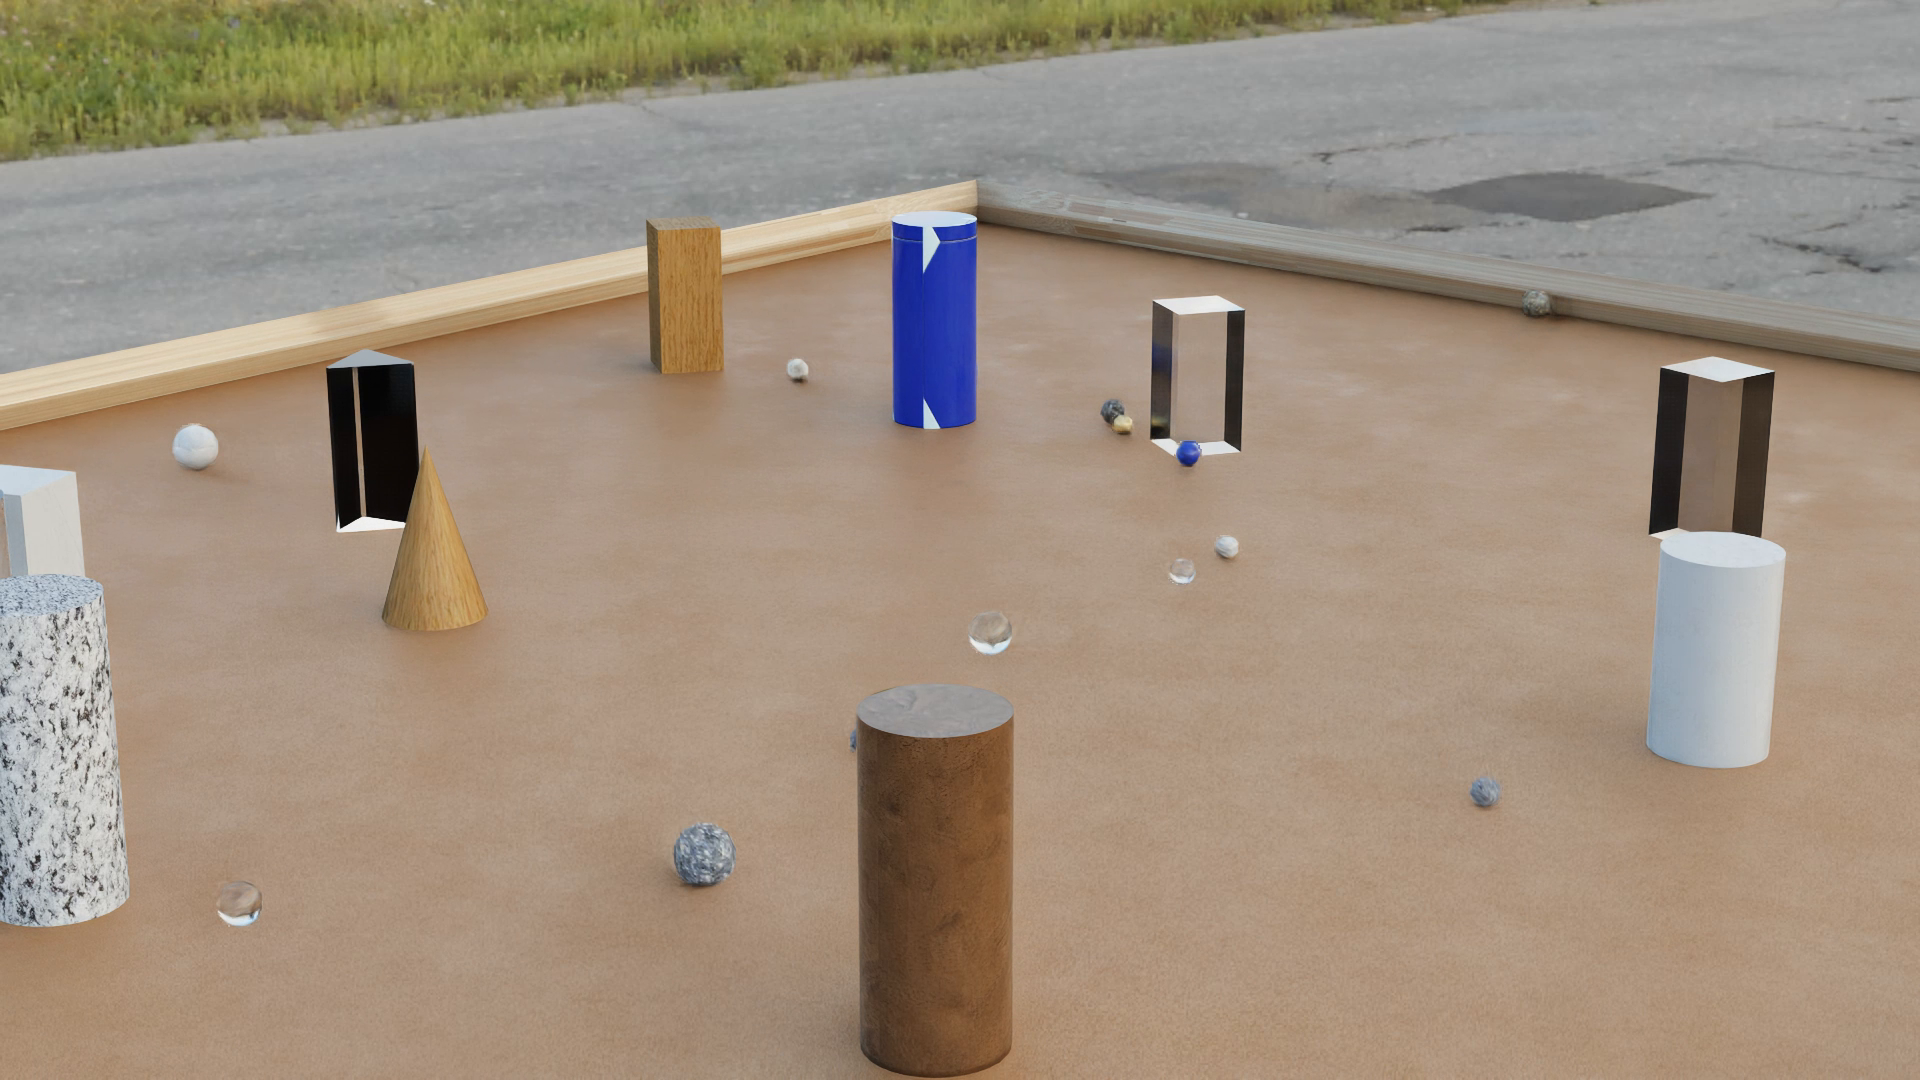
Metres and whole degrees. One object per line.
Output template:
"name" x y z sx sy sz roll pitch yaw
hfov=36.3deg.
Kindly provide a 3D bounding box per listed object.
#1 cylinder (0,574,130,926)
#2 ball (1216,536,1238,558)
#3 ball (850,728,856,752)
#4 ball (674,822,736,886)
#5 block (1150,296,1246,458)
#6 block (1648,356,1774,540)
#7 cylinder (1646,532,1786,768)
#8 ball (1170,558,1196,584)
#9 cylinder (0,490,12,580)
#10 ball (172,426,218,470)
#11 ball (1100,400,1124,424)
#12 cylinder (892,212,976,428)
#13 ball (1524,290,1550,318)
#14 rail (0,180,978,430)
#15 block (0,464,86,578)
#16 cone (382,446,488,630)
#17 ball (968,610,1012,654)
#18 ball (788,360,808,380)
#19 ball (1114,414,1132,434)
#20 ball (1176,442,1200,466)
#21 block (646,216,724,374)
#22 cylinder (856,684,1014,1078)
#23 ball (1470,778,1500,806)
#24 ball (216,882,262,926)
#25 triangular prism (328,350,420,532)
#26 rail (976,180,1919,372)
"cylinder" -1.186 0.271 3.803 0.180 0.420 0.180 0 17 0
"ball" 0.484 0.013 5.309 0.041 0.041 0.041 0 17 0
"ball" -0.144 0.298 4.367 0.042 0.042 0.042 0 17 0
"ball" -0.340 0.418 3.900 0.084 0.084 0.084 0 17 0
"block" 0.486 -0.337 6.020 0.144 0.298 0.144 -5 18 -17
"block" 1.381 -0.158 5.390 0.144 0.321 0.144 -12 20 -34
"cylinder" 1.122 0.162 4.355 0.180 0.310 0.180 0 17 0
"ball" 0.392 0.055 5.163 0.045 0.045 0.045 0 17 0
"cylinder" -1.520 0.112 4.426 0.180 0.363 0.180 0 17 0
"ball" -1.533 -0.185 5.878 0.090 0.090 0.090 0 17 0
"ball" 0.324 -0.273 6.236 0.050 0.050 0.050 0 17 0
"cylinder" -0.054 -0.468 6.222 0.180 0.432 0.180 0 17 0
"ball" 1.422 -0.582 7.227 0.066 0.066 0.066 0 17 0
"rail" -1.679 -0.394 6.517 0.045 0.117 5.317 14 22 39
"block" -1.498 0.060 4.668 0.144 0.324 0.144 6 18 18
"cone" -0.896 -0.018 4.963 0.180 0.302 0.180 0 17 0
"ball" 0.050 0.152 4.799 0.072 0.072 0.072 0 17 0
"ball" -0.365 -0.383 6.603 0.048 0.048 0.048 0 17 0
"ball" 0.342 -0.243 6.155 0.041 0.041 0.041 0 17 0
"ball" 0.460 -0.174 5.914 0.047 0.047 0.047 0 17 0
"block" -0.628 -0.561 6.704 0.144 0.331 0.144 -5 18 -15
"cylinder" -0.028 0.394 3.403 0.180 0.418 0.180 0 17 0
"ball" 0.748 0.358 4.170 0.041 0.041 0.041 0 17 0
"ball" -0.928 0.469 3.778 0.057 0.057 0.057 0 17 0
"triangular prism" -1.104 -0.190 5.508 0.156 0.314 0.135 -5 17 -15
"rail" 1.727 -0.548 7.026 4.495 0.117 0.045 14 22 39
